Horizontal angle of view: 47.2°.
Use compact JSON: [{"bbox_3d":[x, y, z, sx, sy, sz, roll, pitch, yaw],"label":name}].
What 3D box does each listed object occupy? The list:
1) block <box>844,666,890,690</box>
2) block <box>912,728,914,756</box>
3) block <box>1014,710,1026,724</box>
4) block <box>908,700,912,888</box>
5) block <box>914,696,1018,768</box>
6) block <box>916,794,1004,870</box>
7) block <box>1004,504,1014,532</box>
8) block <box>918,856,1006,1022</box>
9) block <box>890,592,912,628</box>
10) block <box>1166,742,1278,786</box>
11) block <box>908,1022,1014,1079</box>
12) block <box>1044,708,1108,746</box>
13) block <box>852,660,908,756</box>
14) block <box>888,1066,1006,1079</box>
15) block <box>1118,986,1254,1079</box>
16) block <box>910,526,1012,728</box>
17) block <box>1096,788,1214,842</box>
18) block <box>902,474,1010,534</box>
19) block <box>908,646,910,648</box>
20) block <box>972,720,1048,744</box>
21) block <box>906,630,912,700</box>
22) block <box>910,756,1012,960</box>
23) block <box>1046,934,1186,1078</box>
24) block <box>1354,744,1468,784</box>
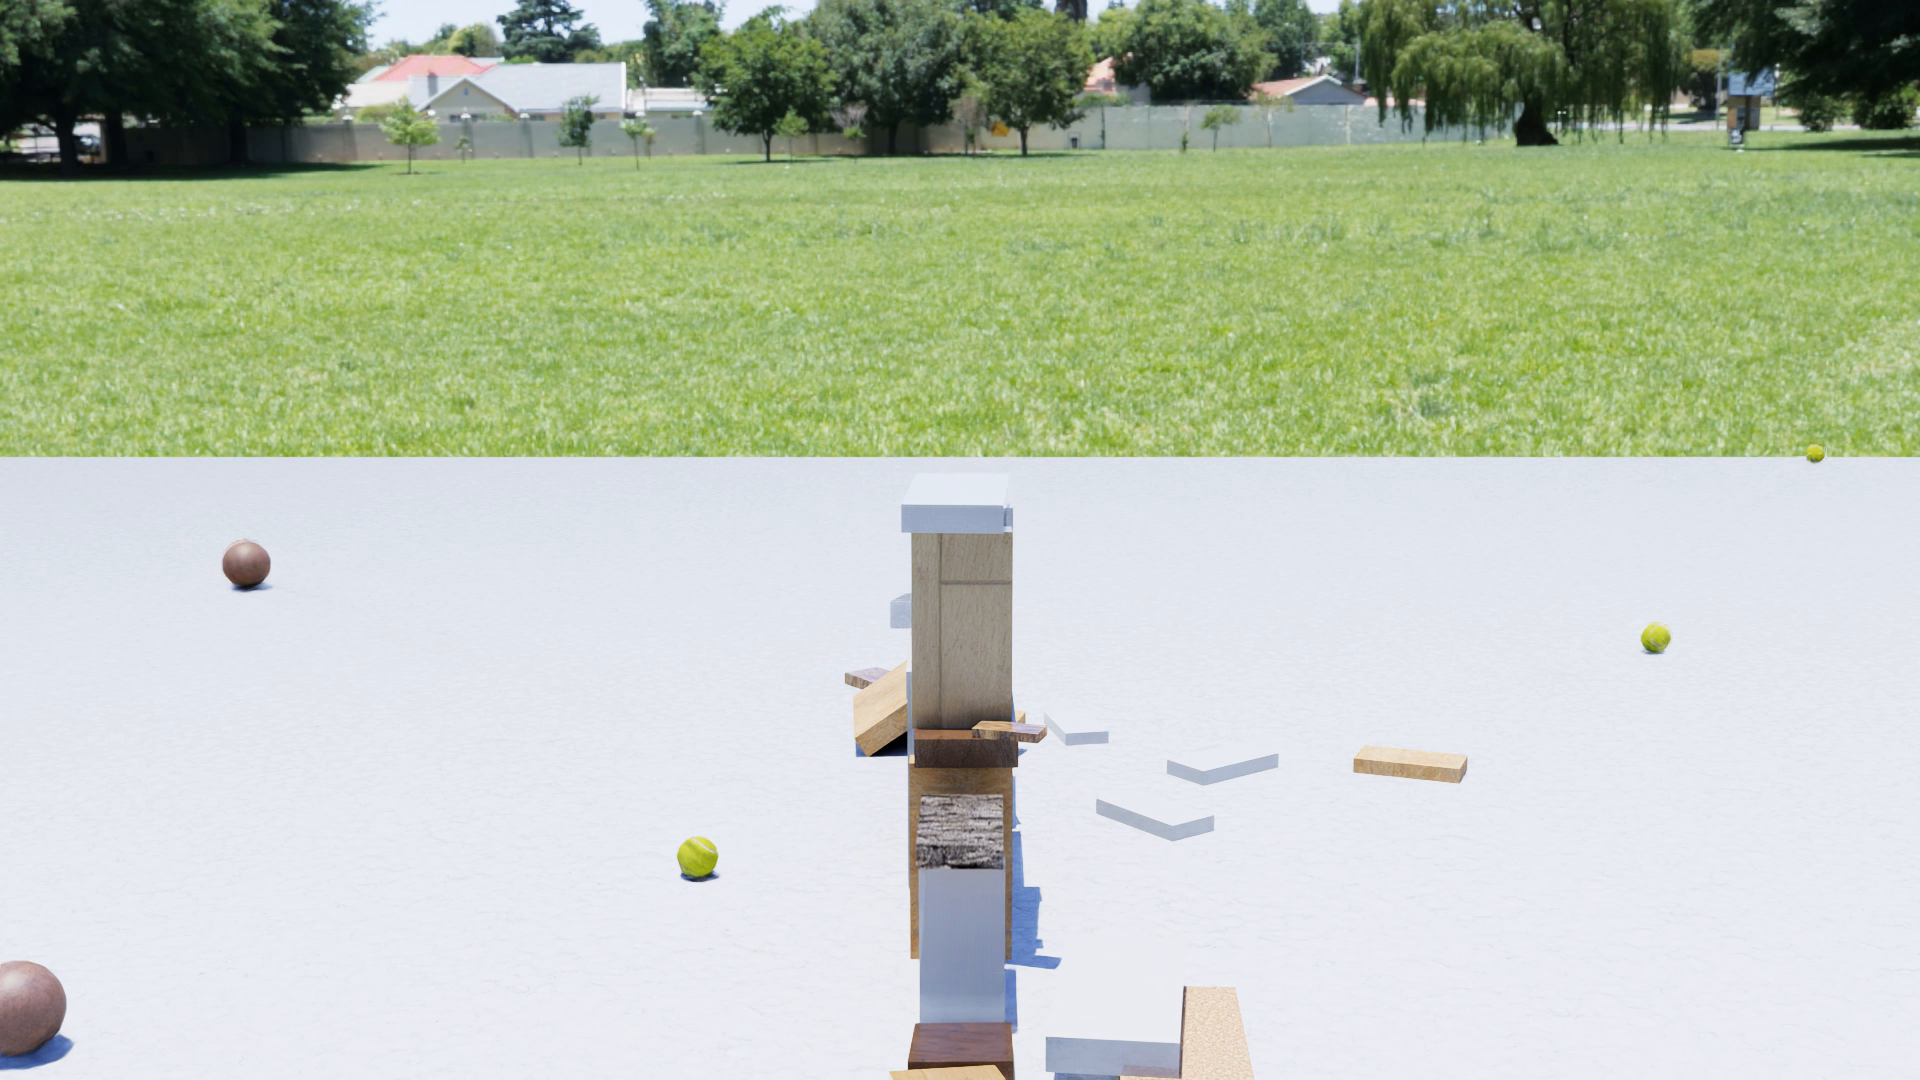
[{"bbox_3d":[-0.173,0.326,5.017,0.092,0.026,0.184,-8,13,-37],"label":"block"},{"bbox_3d":[0.003,0.448,3.577,0.156,0.312,0.044,0,11,2],"label":"block"},{"bbox_3d":[0.027,0.404,4.422,0.130,0.037,0.259,8,23,20],"label":"block"},{"bbox_3d":[-0.003,0.417,3.684,0.167,0.335,0.047,0,11,0],"label":"block"},{"bbox_3d":[0.008,0.291,3.446,0.156,0.044,0.312,0,11,-1],"label":"block"},{"bbox_3d":[0.001,0.418,3.167,0.121,0.034,0.242,0,10,1],"label":"block"},{"bbox_3d":[0.008,0.095,3.548,0.152,0.304,0.043,0,10,0],"label":"block"},{"bbox_3d":[0.003,0.568,3.118,0.121,0.242,0.034,0,14,1],"label":"block"},{"bbox_3d":[-0.028,0.128,4.020,0.169,0.048,0.338,0,1,4],"label":"block"},{"bbox_3d":[0.523,0.444,4.374,0.208,0.029,0.104,-8,13,-37],"label":"block"},{"bbox_3d":[0.003,0.682,2.909,0.134,0.038,0.267,-1,-2,1],"label":"block"},{"bbox_3d":[0.244,0.395,4.648,0.092,0.026,0.185,-2,11,-12],"label":"block"},{"bbox_3d":[-0.141,0.344,4.626,0.169,0.048,0.338,-34,10,3],"label":"block"},{"bbox_3d":[-0.004,0.673,2.614,0.134,0.038,0.267,-2,-2,-8],"label":"block"},{"bbox_3d":[0.299,0.693,2.979,0.173,0.049,0.346,0,11,2],"label":"block"},{"bbox_3d":[0.002,0.133,3.341,0.152,0.304,0.043,0,11,-2],"label":"block"},{"bbox_3d":[0.358,0.505,4.047,0.104,0.029,0.208,-8,13,-37],"label":"block"},{"bbox_3d":[-0.004,-0.059,3.423,0.152,0.043,0.304,1,10,3],"label":"block"},{"bbox_3d":[-0.005,0.188,4.115,0.169,0.048,0.338,0,11,1],"label":"block"},{"bbox_3d":[0.075,0.288,3.304,0.103,0.015,0.051,4,11,18],"label":"block"},{"bbox_3d":[-0.004,0.208,3.763,0.167,0.047,0.335,0,11,0],"label":"block"},{"bbox_3d":[0.002,0.487,3.371,0.156,0.312,0.044,0,10,0],"label":"block"},{"bbox_3d":[0.219,0.635,3.024,0.173,0.049,0.374,1,11,7],"label":"block"},{"bbox_3d":[0.895,0.445,4.370,0.208,0.029,0.104,4,11,21],"label":"block"}]
